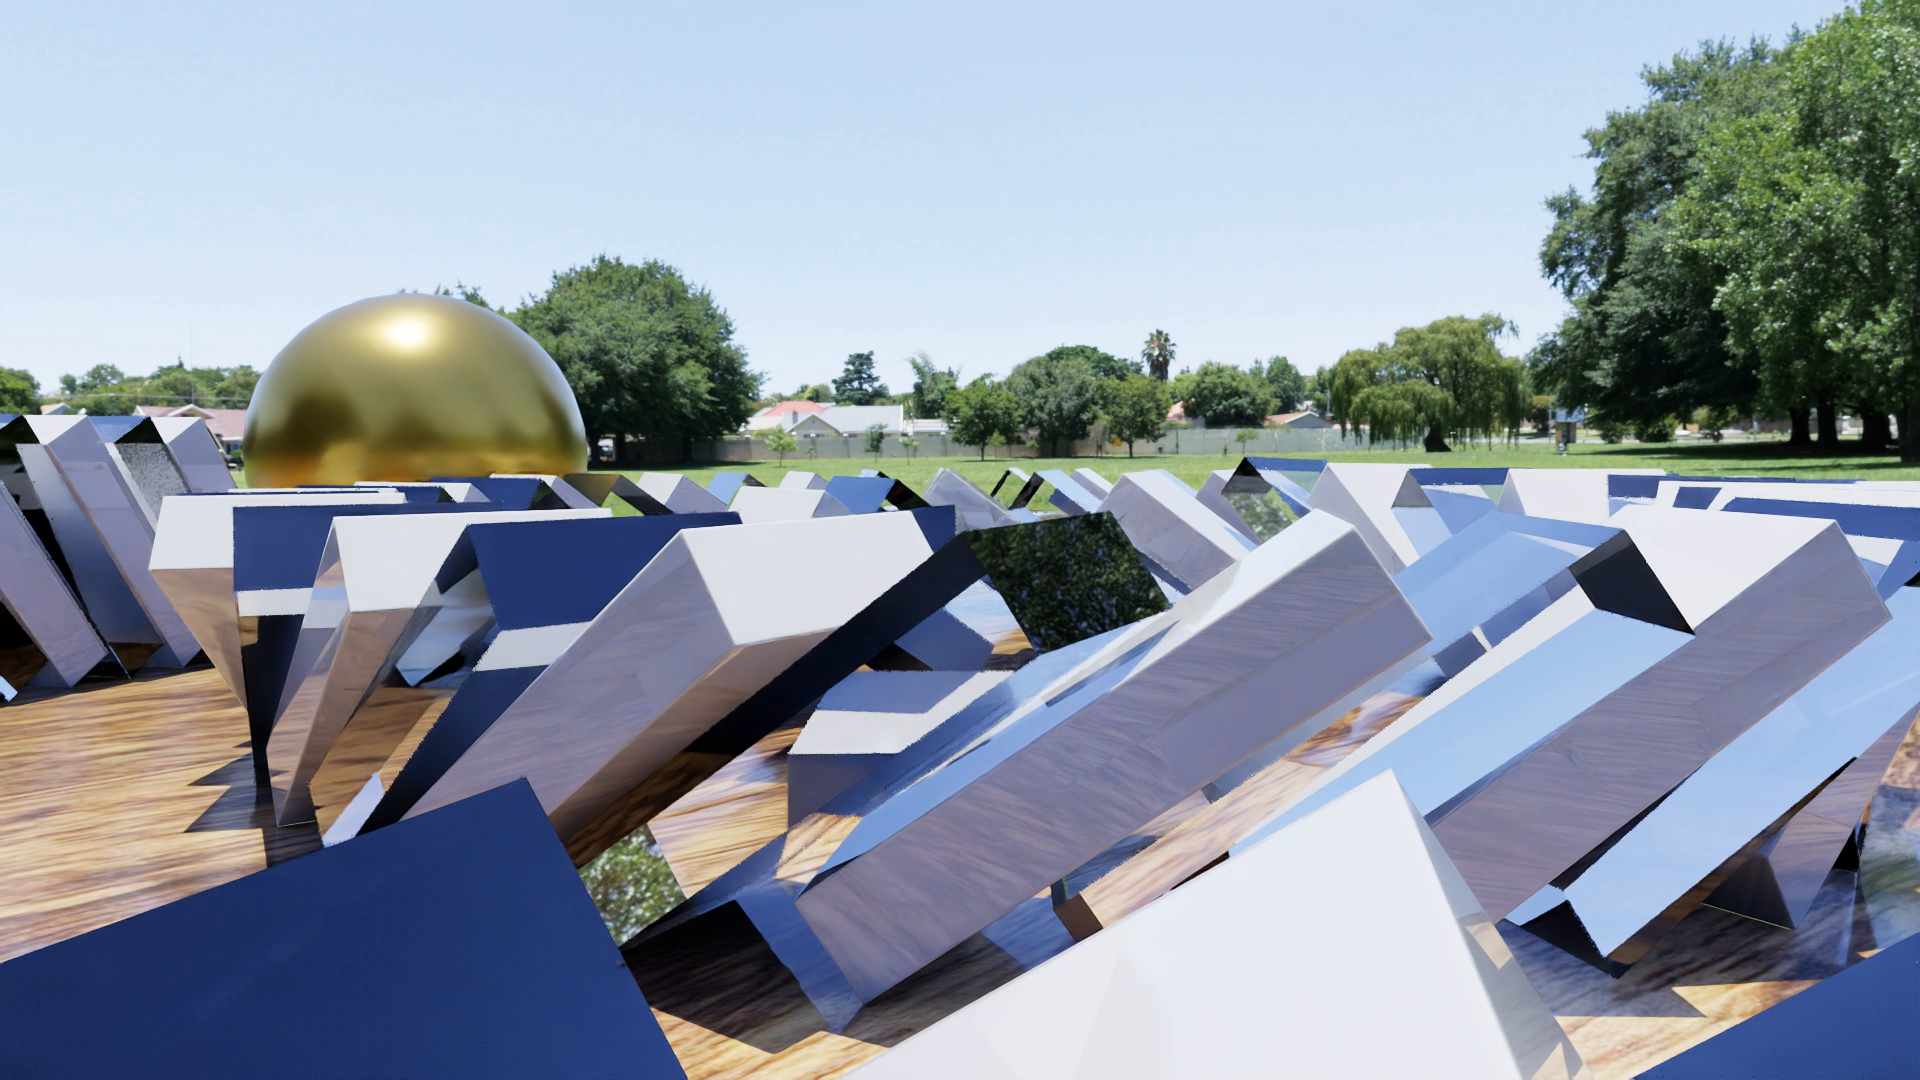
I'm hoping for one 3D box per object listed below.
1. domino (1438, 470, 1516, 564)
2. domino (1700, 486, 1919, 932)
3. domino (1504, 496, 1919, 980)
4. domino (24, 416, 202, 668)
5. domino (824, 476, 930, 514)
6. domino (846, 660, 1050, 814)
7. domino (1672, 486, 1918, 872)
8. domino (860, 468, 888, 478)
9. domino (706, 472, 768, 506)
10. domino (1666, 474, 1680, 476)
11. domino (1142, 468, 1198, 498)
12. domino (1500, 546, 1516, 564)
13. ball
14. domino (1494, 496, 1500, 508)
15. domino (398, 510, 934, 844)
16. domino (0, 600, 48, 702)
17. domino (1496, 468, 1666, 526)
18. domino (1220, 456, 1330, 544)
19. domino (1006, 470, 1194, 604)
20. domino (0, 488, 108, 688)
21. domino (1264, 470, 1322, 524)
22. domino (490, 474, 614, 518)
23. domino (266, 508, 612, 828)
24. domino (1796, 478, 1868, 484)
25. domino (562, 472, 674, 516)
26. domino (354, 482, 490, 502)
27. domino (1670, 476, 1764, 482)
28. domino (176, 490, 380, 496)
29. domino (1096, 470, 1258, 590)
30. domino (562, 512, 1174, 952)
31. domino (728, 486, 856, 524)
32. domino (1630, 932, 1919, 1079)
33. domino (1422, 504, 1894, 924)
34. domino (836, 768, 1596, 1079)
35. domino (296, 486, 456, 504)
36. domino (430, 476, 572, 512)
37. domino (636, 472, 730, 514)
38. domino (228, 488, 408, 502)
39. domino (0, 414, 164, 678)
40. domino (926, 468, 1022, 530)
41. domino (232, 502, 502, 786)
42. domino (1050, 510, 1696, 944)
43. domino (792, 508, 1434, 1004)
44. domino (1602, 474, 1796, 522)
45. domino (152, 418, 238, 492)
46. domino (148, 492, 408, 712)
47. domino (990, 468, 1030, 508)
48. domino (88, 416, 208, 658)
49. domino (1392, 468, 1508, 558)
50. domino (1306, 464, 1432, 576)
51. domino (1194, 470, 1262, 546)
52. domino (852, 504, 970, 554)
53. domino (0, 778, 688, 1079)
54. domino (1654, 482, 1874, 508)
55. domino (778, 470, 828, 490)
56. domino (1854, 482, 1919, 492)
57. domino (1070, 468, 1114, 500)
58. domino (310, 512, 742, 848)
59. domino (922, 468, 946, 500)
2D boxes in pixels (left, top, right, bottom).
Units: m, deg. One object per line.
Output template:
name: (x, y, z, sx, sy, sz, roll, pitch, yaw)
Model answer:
domino: (0.138, 0.002, 0.307, 0.025, 0.010, 0.050, -3, 39, -38)
domino: (0.081, 0.014, 0.130, 0.050, 0.010, 0.025, -43, 24, -23)
domino: (0.066, 0.015, 0.117, 0.050, 0.009, 0.025, -37, 13, -9)
domino: (-0.162, 0.001, 0.236, 0.025, 0.050, 0.009, 1, 36, 12)
domino: (-0.002, 0.006, 0.237, 0.050, 0.010, 0.025, 38, -15, -27)
domino: (0.000, 0.025, 0.172, 0.025, 0.010, 0.050, 0, 4, 1)
domino: (0.092, 0.013, 0.147, 0.025, 0.009, 0.050, 4, 42, 42)
domino: (-0.005, 0.000, 0.332, 0.050, 0.009, 0.025, 34, -4, -14)
domino: (-0.038, 0.001, 0.314, 0.050, 0.010, 0.025, 35, -12, -24)
domino: (0.162, 0.004, 0.278, 0.025, 0.009, 0.050, -1, 38, -22)
domino: (0.069, -0.001, 0.338, 0.050, 0.010, 0.025, 37, 15, 15)
domino: (0.120, 0.001, 0.317, 0.050, 0.010, 0.025, 42, 27, 27)
ball: (-0.136, -0.022, 0.324, 0.080, 0.080, 0.080, 0, 4, 0)
domino: (0.150, 0.003, 0.294, 0.025, 0.009, 0.050, -2, 39, -32)
domino: (-0.026, 0.016, 0.112, 0.050, 0.010, 0.025, -40, -20, 33)
domino: (-0.172, 0.004, 0.202, 0.025, 0.050, 0.010, 1, 40, 12)
domino: (0.104, 0.008, 0.201, 0.025, 0.010, 0.050, 0, 42, 5)
domino: (0.075, 0.004, 0.249, 0.025, 0.009, 0.050, 0, 43, -36)
domino: (0.035, 0.005, 0.257, 0.050, 0.009, 0.025, 38, 13, 10)
domino: (-0.169, 0.003, 0.215, 0.025, 0.050, 0.010, 1, 36, 12)
domino: (0.104, 0.000, 0.326, 0.050, 0.010, 0.025, 40, 24, 25)
domino: (-0.077, 0.004, 0.274, 0.025, 0.010, 0.050, 3, -29, 41)
domino: (-0.055, 0.014, 0.135, 0.025, 0.009, 0.050, -3, -29, -37)
domino: (0.178, 0.007, 0.245, 0.025, 0.009, 0.050, -1, 38, -13)
domino: (-0.066, 0.003, 0.288, 0.025, 0.010, 0.050, 4, -29, 47)
domino: (-0.087, 0.007, 0.238, 0.025, 0.009, 0.050, 2, -29, 20)
domino: (0.170, 0.005, 0.262, 0.025, 0.009, 0.050, -2, 38, -20)
domino: (-0.087, 0.011, 0.182, 0.025, 0.010, 0.050, -1, -30, -2)
domino: (0.053, 0.005, 0.254, 0.050, 0.009, 0.025, 39, 18, 17)
domino: (-0.009, 0.016, 0.105, 0.050, 0.010, 0.025, -38, -14, 27)
domino: (-0.015, 0.008, 0.223, 0.025, 0.010, 0.050, 5, -27, 49)
domino: (0.007, 0.024, 0.020, 0.050, 0.009, 0.025, -32, -1, 9)
domino: (0.049, 0.016, 0.111, 0.050, 0.009, 0.025, -36, 8, -4)
domino: (-0.011, 0.023, 0.021, 0.050, 0.009, 0.025, -34, -4, 13)
domino: (-0.089, 0.008, 0.218, 0.025, 0.010, 0.050, 1, -30, 10)
domino: (-0.081, 0.005, 0.253, 0.025, 0.010, 0.050, 2, -30, 21)
domino: (-0.052, 0.002, 0.303, 0.050, 0.010, 0.025, 37, -16, -30)
domino: (-0.090, 0.009, 0.200, 0.025, 0.010, 0.050, 0, -30, 6)
domino: (-0.165, 0.002, 0.225, 0.025, 0.050, 0.010, 1, 36, 12)
domino: (0.015, 0.005, 0.255, 0.050, 0.010, 0.025, 37, 4, -1)
domino: (-0.068, 0.013, 0.148, 0.025, 0.009, 0.050, -2, -30, -27)
domino: (0.030, 0.016, 0.107, 0.050, 0.010, 0.025, -35, 3, 4)
domino: (0.012, 0.016, 0.105, 0.050, 0.009, 0.025, -35, -2, 10)
domino: (0.106, 0.010, 0.181, 0.025, 0.009, 0.050, 3, 42, 23)
domino: (-0.155, -0.001, 0.257, 0.025, 0.050, 0.010, 1, 36, 12)
domino: (-0.080, 0.012, 0.164, 0.025, 0.009, 0.050, -1, -31, -13)
domino: (0.032, -0.001, 0.342, 0.050, 0.010, 0.025, 35, 8, 4)
domino: (-0.158, 0.000, 0.246, 0.025, 0.050, 0.010, 1, 36, 12)
domino: (0.097, 0.007, 0.219, 0.025, 0.010, 0.050, -1, 42, -11)
domino: (0.088, 0.006, 0.235, 0.025, 0.010, 0.050, -1, 43, -23)
domino: (0.086, 0.000, 0.332, 0.050, 0.010, 0.025, 38, 18, 18)
domino: (-0.007, 0.011, 0.192, 0.025, 0.010, 0.050, -6, -25, 13)
domino: (-0.030, 0.023, 0.023, 0.050, 0.010, 0.025, -34, -9, 20)
domino: (0.100, 0.012, 0.163, 0.025, 0.010, 0.050, 3, 41, 34)
domino: (-0.022, 0.001, 0.323, 0.050, 0.010, 0.025, 34, -9, -21)
domino: (0.184, 0.008, 0.227, 0.025, 0.010, 0.050, -1, 38, -7)
domino: (0.050, -0.001, 0.341, 0.050, 0.010, 0.025, 35, 11, 9)
domino: (-0.041, 0.015, 0.122, 0.025, 0.010, 0.050, -4, -29, -44)
domino: (0.013, -0.001, 0.339, 0.050, 0.009, 0.025, 34, 2, -4)
